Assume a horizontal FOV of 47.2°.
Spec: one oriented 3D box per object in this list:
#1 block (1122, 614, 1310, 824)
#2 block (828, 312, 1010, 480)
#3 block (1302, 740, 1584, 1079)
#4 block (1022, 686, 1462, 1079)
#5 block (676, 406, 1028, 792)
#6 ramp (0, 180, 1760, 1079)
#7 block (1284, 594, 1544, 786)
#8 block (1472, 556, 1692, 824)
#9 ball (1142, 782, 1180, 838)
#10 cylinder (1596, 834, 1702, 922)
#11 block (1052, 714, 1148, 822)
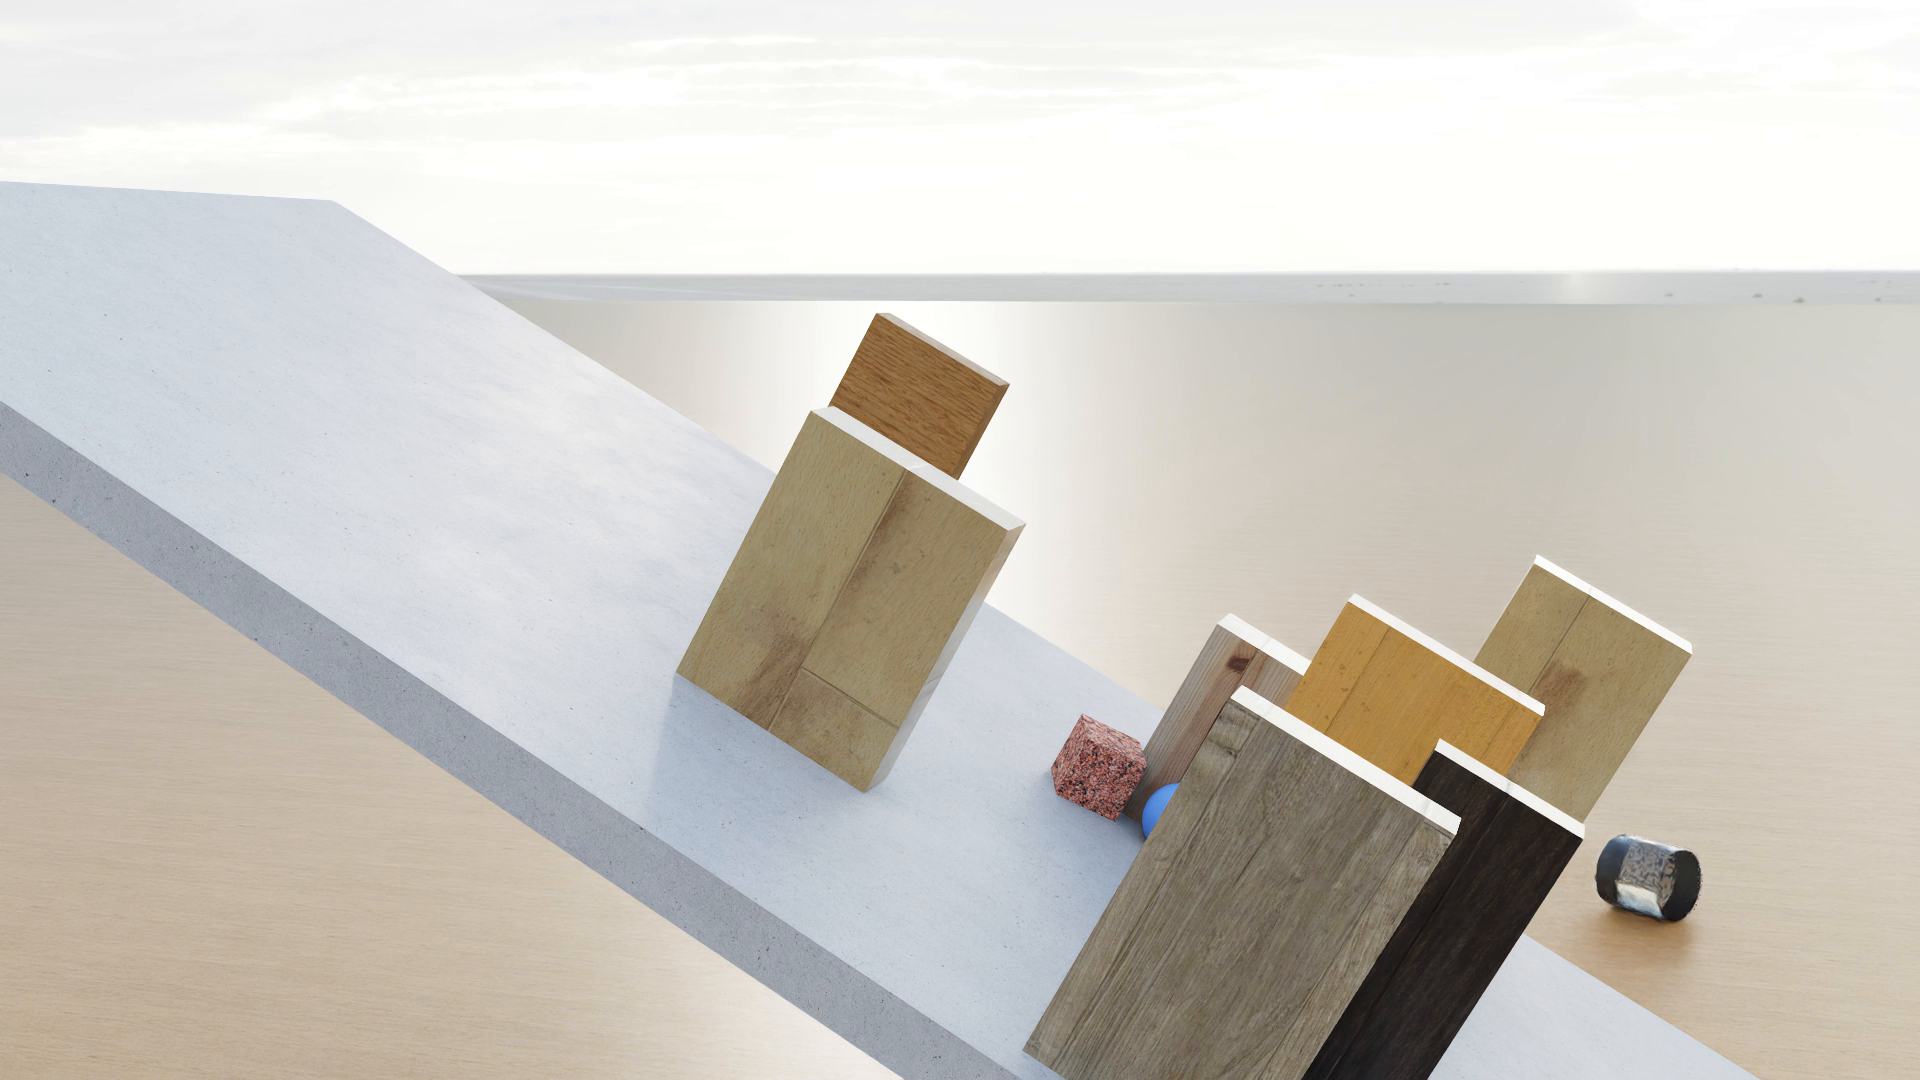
[{"bbox_3d":[0.578,0.431,4.216,0.407,0.418,0.136,31,15,11],"label":"block"},{"bbox_3d":[-0.160,-0.168,4.650,0.305,0.543,0.087,31,15,11],"label":"block"},{"bbox_3d":[0.665,0.626,3.303,0.243,0.615,0.081,31,15,11],"label":"block"},{"bbox_3d":[0.386,0.552,3.061,0.346,0.601,0.094,31,15,11],"label":"block"},{"bbox_3d":[-0.188,0.099,3.722,0.390,0.518,0.114,31,15,11],"label":"block"},{"bbox_3d":[-0.202,0.334,4.137,4.000,0.100,2.000,31,15,11],"label":"ramp"},{"bbox_3d":[0.713,0.464,3.946,0.385,0.620,0.096,31,15,11],"label":"block"},{"bbox_3d":[1.183,0.446,4.650,0.361,0.739,0.140,31,15,11],"label":"block"},{"bbox_3d":[0.413,0.528,4.132,0.141,0.141,0.141,0,7,0],"label":"ball"},{"bbox_3d":[1.995,0.979,6.376,0.210,0.210,0.210,-5,9,-36],"label":"cylinder"},{"bbox_3d":[0.265,0.435,4.206,0.127,0.127,0.127,26,14,-10],"label":"block"}]
